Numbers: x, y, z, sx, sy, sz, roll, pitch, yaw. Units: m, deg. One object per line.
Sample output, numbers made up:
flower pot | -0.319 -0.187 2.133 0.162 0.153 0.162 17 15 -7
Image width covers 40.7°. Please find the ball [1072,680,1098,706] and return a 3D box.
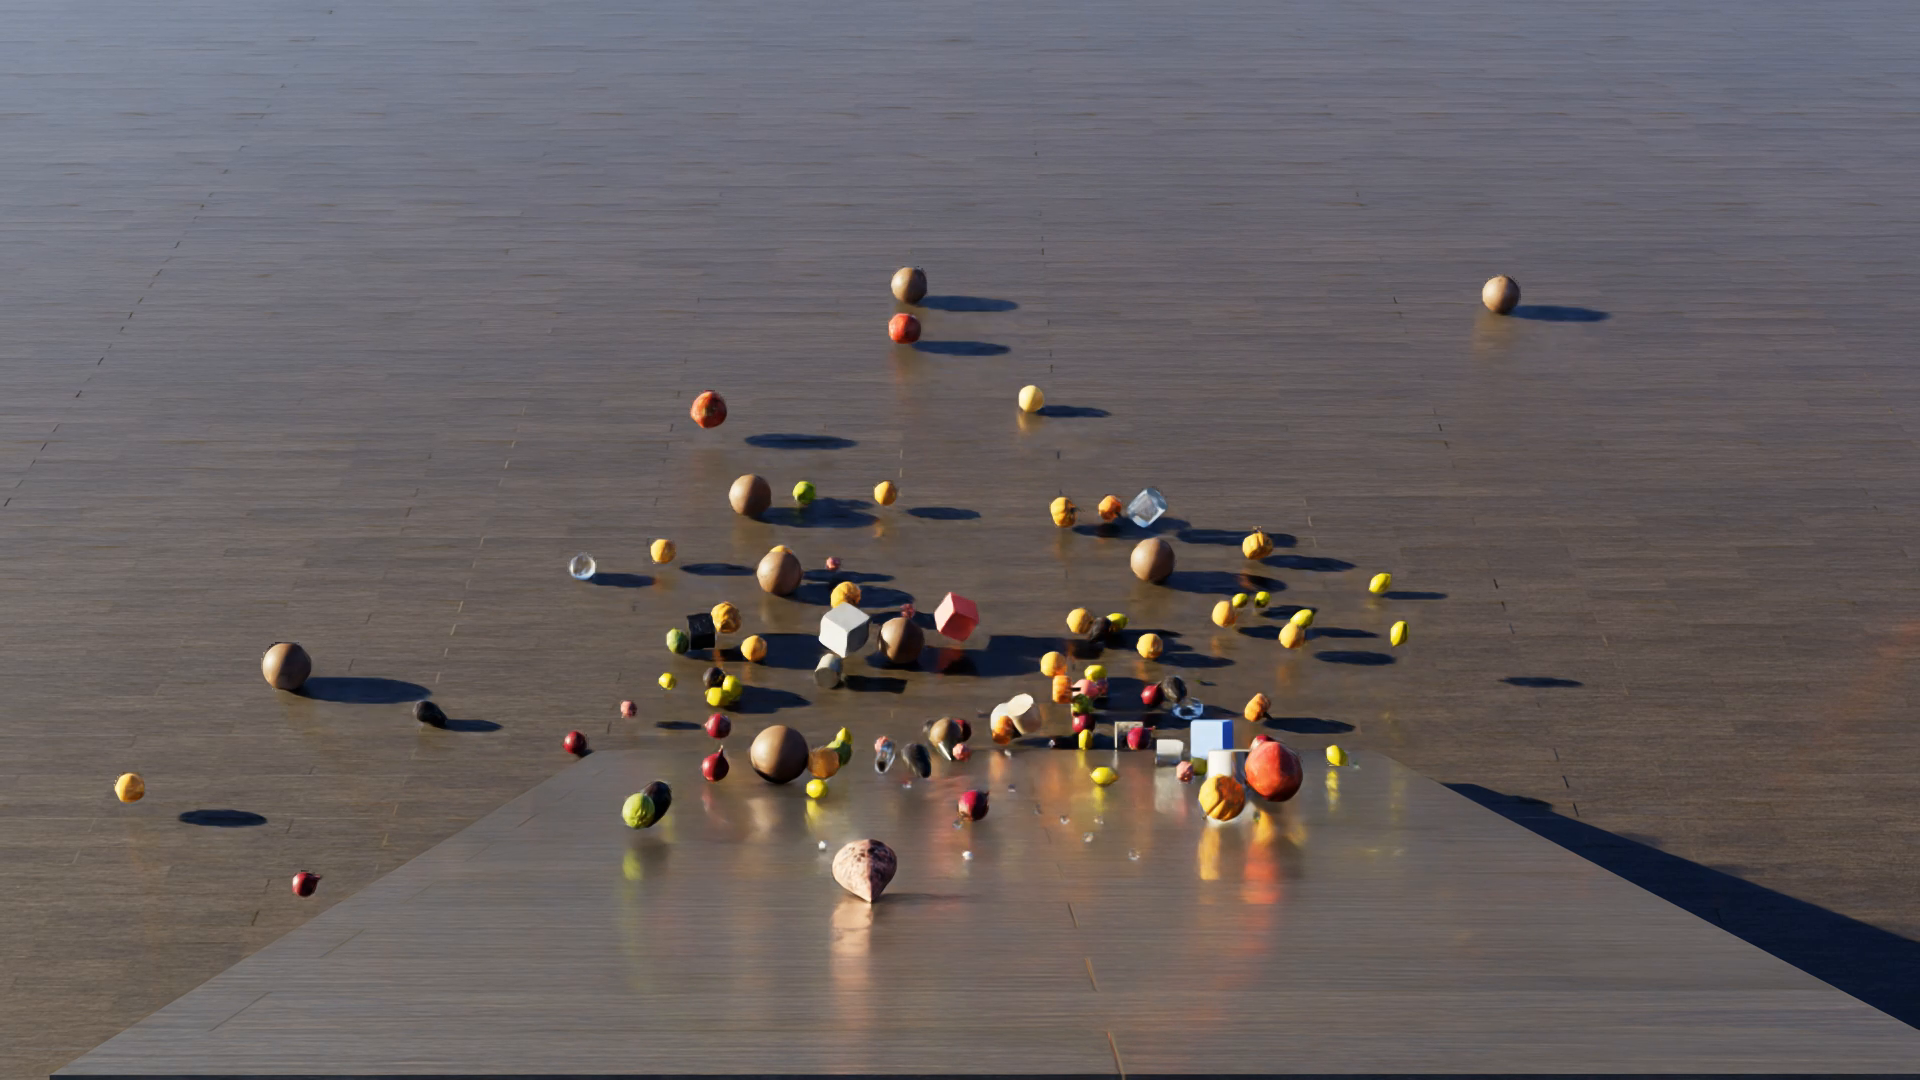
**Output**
ball | 0.338 0.410 6.981 0.070 0.070 0.070 0 30 0

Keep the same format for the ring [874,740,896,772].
ring | -0.172 0.500 5.965 0.027 0.080 0.080 23 35 14

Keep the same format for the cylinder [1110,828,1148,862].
cylinder | 0.288 0.531 4.401 0.060 0.060 0.060 -8 30 5

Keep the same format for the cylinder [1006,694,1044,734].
cylinder | 0.148 0.398 5.914 0.065 0.065 0.065 -18 38 15

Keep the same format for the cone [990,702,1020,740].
cone | 0.146 0.474 6.789 0.100 0.100 0.100 -15 1 -25

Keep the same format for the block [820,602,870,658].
block | -0.319 0.248 7.169 0.095 0.095 0.095 32 43 26

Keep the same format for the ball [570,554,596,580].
ball | -1.103 0.079 7.556 0.075 0.075 0.075 0 30 0

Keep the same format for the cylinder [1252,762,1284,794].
cylinder | 0.659 0.513 5.552 0.054 0.054 0.054 23 29 -8

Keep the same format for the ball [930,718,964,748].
ball | -0.034 0.498 6.606 0.086 0.086 0.086 0 30 0

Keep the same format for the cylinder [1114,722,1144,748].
cylinder | 0.438 0.505 6.708 0.070 0.070 0.070 -1 30 -3

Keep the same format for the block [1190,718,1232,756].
block | 0.636 0.498 6.535 0.084 0.084 0.084 0 0 24

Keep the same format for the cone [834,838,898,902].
cone | -0.139 0.523 3.927 0.099 0.099 0.099 -4 27 -6

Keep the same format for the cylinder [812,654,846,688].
cylinder | -0.358 0.359 7.072 0.069 0.069 0.069 12 54 21

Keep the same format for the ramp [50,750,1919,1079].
ramp | 0.066 0.594 4.648 2.000 0.100 4.000 0 0 0

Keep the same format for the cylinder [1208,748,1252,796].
cylinder | 0.576 0.496 5.529 0.092 0.092 0.092 0 0 0

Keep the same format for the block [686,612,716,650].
block | -0.722 0.254 7.199 0.069 0.069 0.069 -6 54 -14

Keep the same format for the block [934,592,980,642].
block | -0.008 0.216 7.224 0.085 0.085 0.085 22 30 -24

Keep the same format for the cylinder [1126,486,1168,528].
cylinder | 0.561 -0.098 7.759 0.088 0.088 0.088 34 30 -23

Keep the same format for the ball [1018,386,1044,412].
ball | 0.235 -0.464 8.498 0.086 0.086 0.086 0 30 0

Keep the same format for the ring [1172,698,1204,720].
ring | 0.612 0.452 6.952 0.084 0.028 0.084 -1 30 0
